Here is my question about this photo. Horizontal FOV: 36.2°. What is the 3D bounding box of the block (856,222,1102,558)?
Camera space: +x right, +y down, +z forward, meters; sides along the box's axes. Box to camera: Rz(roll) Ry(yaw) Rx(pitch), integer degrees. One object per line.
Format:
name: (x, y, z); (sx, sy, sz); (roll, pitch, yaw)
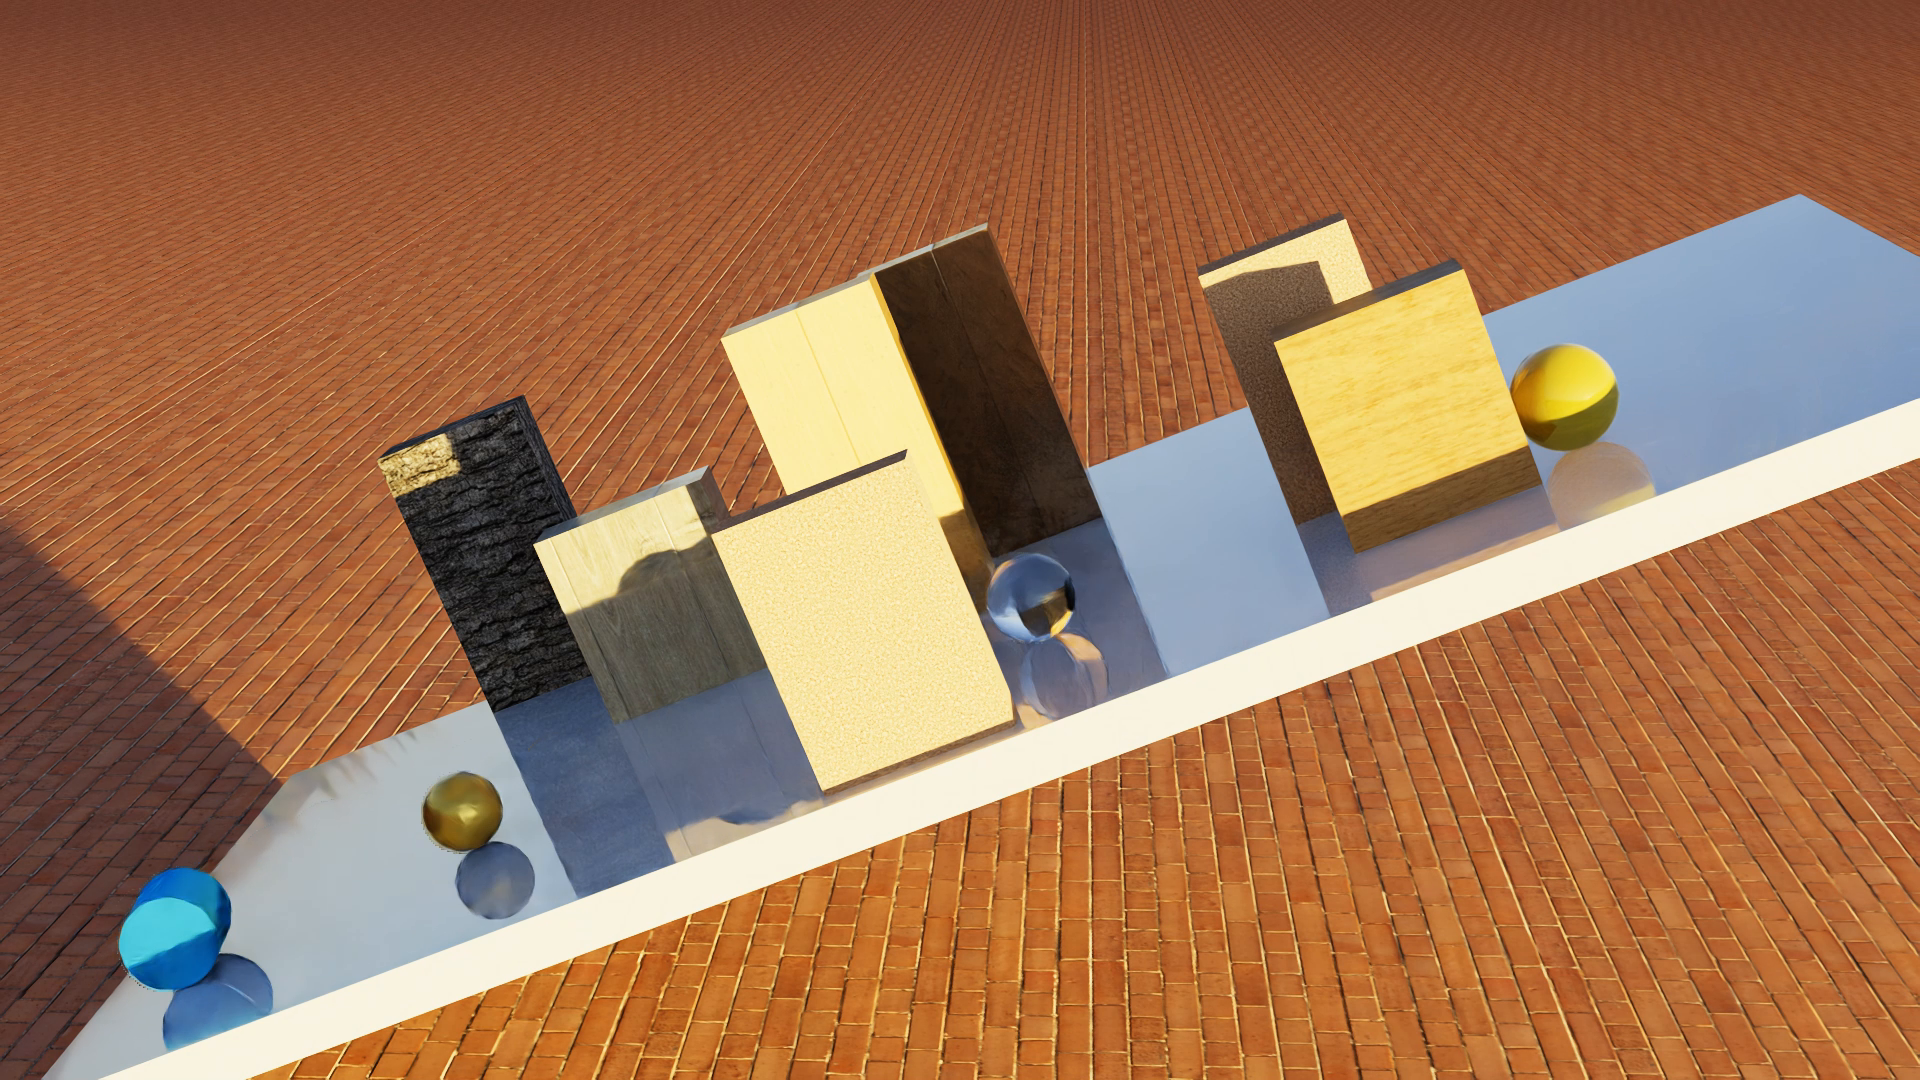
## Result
block: (0.047, -0.329, 6.668); (0.316, 0.707, 0.102); (-21, 12, 7)

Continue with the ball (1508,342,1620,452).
ball: (1.155, -0.274, 5.627); (0.208, 0.208, 0.208); (0, 14, 0)

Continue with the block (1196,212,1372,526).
block: (0.719, -0.343, 5.908); (0.309, 0.545, 0.116); (-21, 12, 7)

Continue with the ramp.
ramp: (0.124, 0.173, 6.290); (4.000, 0.100, 2.000); (-21, 12, 7)

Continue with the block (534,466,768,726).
block: (-0.671, 0.124, 6.615); (0.406, 0.451, 0.145); (-21, 12, 7)

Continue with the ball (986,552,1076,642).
ball: (0.141, 0.115, 5.844); (0.178, 0.178, 0.178); (0, 14, 0)

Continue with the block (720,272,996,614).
block: (-0.202, -0.156, 6.268); (0.336, 0.749, 0.121); (-21, 12, 7)

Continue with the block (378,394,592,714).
block: (-1.110, 0.035, 7.227); (0.361, 0.687, 0.148); (-21, 12, 7)

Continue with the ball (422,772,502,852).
ball: (-1.023, 0.559, 6.055); (0.163, 0.163, 0.163); (0, 14, 0)

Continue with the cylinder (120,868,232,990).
cylinder: (-1.596, 0.791, 5.991); (0.195, 0.195, 0.195); (-1, 12, -6)

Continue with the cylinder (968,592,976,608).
cylinder: (-0.089, 0.151, 6.032); (0.204, 0.204, 0.204); (-4, 9, -14)

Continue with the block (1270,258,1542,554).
block: (0.841, -0.253, 5.558); (0.372, 0.436, 0.142); (-21, 12, 7)

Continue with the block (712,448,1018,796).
block: (-0.171, 0.153, 5.384); (0.379, 0.535, 0.099); (-21, 12, 7)
